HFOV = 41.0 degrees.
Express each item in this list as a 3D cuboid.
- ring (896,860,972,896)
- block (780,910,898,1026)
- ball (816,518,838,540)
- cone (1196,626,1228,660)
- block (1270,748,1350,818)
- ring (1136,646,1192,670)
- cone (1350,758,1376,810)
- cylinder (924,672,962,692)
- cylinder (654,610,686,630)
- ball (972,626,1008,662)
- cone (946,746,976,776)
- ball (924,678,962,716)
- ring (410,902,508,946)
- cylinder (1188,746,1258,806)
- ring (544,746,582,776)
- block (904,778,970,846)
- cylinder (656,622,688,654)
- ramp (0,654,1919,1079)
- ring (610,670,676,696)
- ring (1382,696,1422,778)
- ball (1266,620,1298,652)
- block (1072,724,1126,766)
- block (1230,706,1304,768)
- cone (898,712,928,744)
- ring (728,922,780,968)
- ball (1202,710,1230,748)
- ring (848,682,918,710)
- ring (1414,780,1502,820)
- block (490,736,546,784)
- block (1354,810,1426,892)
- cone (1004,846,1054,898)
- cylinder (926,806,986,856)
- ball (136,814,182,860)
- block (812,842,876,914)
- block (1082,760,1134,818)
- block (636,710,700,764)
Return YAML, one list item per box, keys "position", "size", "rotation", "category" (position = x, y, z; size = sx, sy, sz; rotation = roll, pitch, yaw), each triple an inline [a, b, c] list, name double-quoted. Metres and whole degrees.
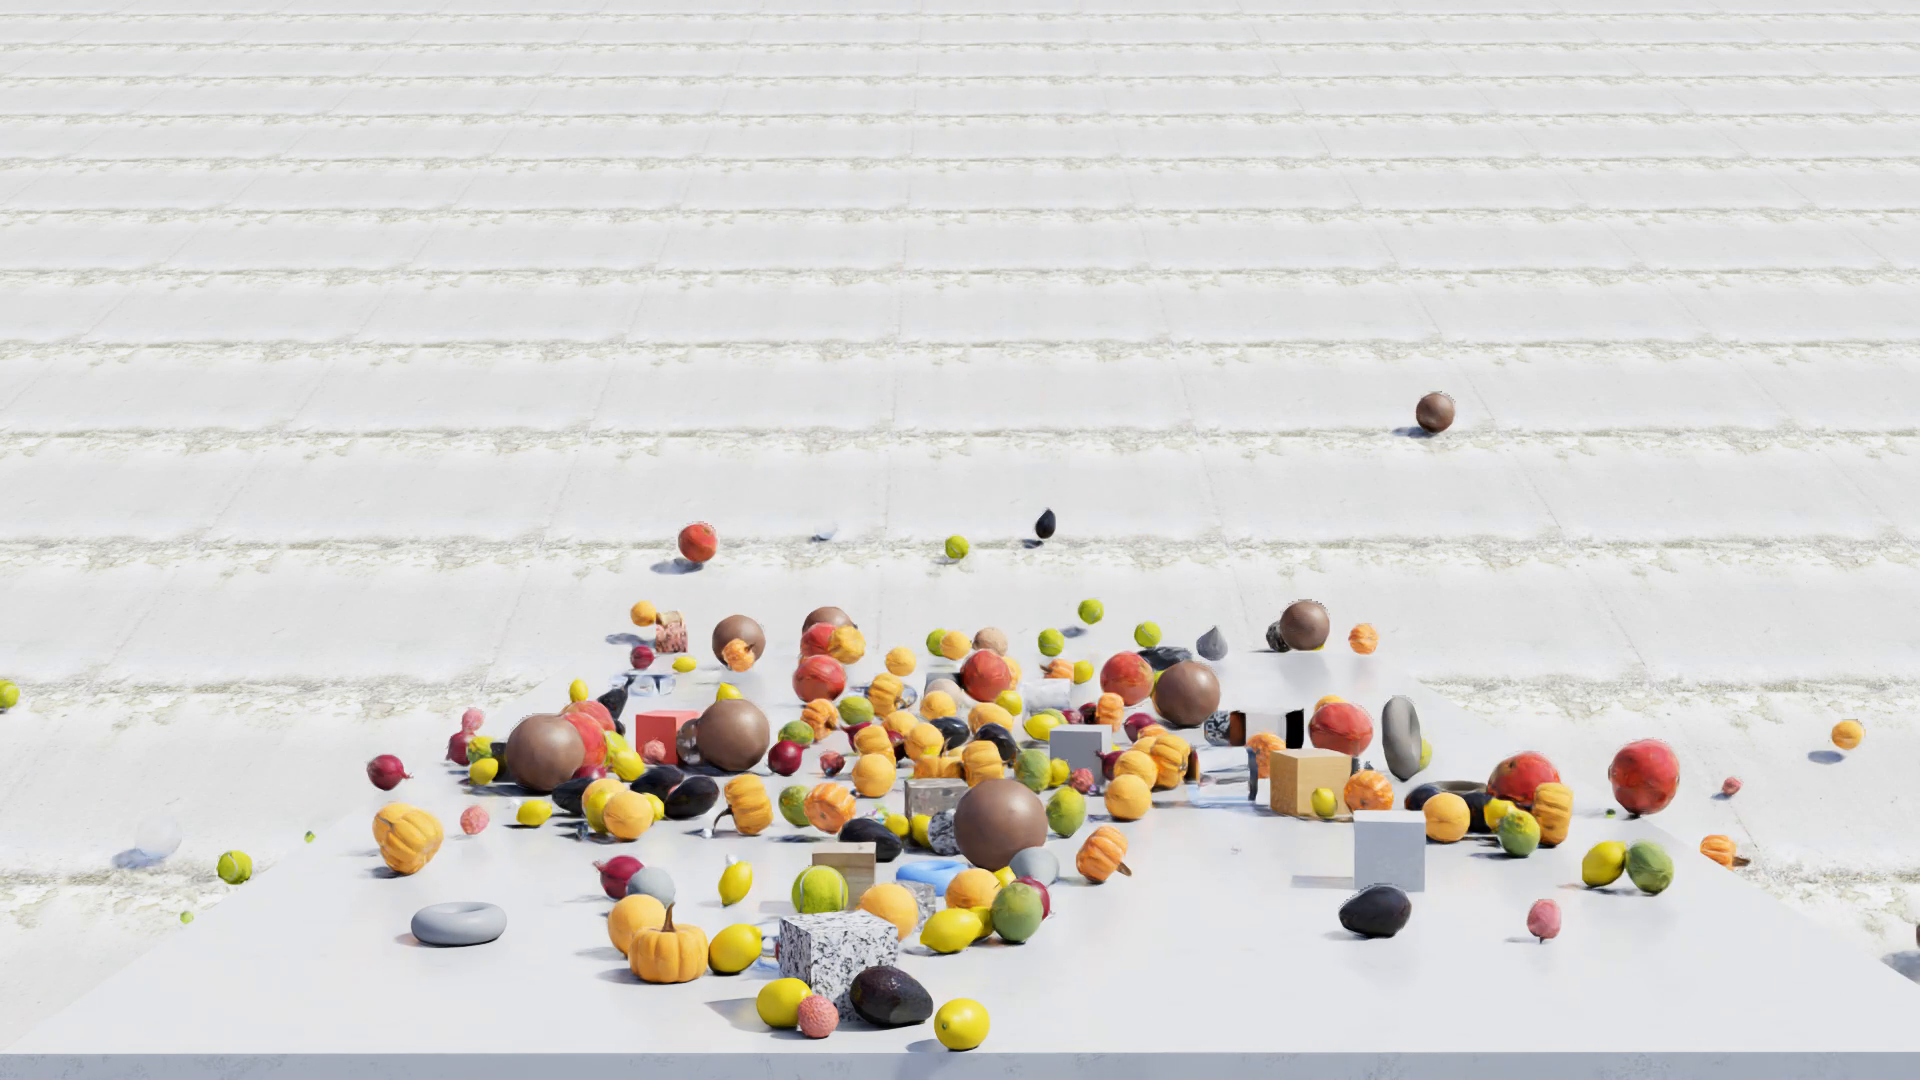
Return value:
- position: [-0.034, 0.443, 3.369]
  size: [0.102, 0.034, 0.102]
  rotation: [-1, 4, 0]
  category: "ring"
- position: [-0.128, 0.448, 2.699]
  size: [0.096, 0.096, 0.096]
  rotation: [-1, 3, -24]
  category: "block"
- position: [-0.390, -0.033, 7.532]
  size: [0.060, 0.060, 0.060]
  rotation: [0, 21, 0]
  category: "ball"
- position: [0.628, 0.239, 6.344]
  size: [0.083, 0.083, 0.083]
  rotation: [2, 49, -2]
  category: "cone"
- position: [0.547, 0.378, 4.011]
  size: [0.092, 0.092, 0.092]
  rotation: [-1, 3, -19]
  category: "block"
- position: [0.490, 0.284, 6.186]
  size: [0.139, 0.046, 0.139]
  rotation: [-1, 4, 0]
  category: "ring"
- position: [0.623, 0.403, 4.059]
  size: [0.083, 0.083, 0.083]
  rotation: [0, 30, 0]
  category: "cone"
- position: [-0.035, 0.313, 5.417]
  size: [0.069, 0.069, 0.069]
  rotation: [0, 21, 9]
  category: "cylinder"
- position: [-0.768, 0.220, 6.809]
  size: [0.063, 0.063, 0.063]
  rotation: [4, 16, -32]
  category: "cylinder"
- position: [0.075, 0.257, 6.304]
  size: [0.088, 0.088, 0.088]
  rotation: [0, 21, 0]
  category: "ball"
- position: [0.008, 0.391, 4.414]
  size: [0.054, 0.054, 0.054]
  rotation: [-5, 31, -13]
  category: "cone"
- position: [-0.034, 0.320, 5.226]
  size: [0.078, 0.078, 0.078]
  rotation: [0, 21, 0]
  category: "ball"
- position: [-0.598, 0.457, 3.068]
  size: [0.114, 0.038, 0.114]
  rotation: [-1, 2, 0]
  category: "ring"
- position: [0.416, 0.374, 4.075]
  size: [0.093, 0.093, 0.093]
  rotation: [-1, 21, -8]
  category: "cylinder"
- position: [-0.713, 0.382, 4.435]
  size: [0.123, 0.041, 0.123]
  rotation: [-1, 3, 0]
  category: "ring"
- position: [-0.034, 0.396, 3.751]
  size: [0.084, 0.084, 0.084]
  rotation: [0, 3, -8]
  category: "block"
- position: [-0.754, 0.257, 6.714]
  size: [0.077, 0.077, 0.077]
  rotation: [-3, 21, -2]
  category: "cylinder"
- position: [0.049, 0.446, 4.532]
  size: [2.000, 0.100, 4.000]
  rotation: [0, 3, 0]
  category: "ramp"
- position: [-0.694, 0.314, 5.636]
  size: [0.143, 0.048, 0.143]
  rotation: [1, 3, 0]
  category: "ring"
- position: [0.746, 0.334, 4.344]
  size: [0.046, 0.139, 0.139]
  rotation: [-6, 18, 21]
  category: "ring"
- position: [0.845, 0.253, 6.741]
  size: [0.084, 0.084, 0.084]
  rotation: [0, 21, 0]
  category: "ball"
- position: [0.249, 0.387, 4.574]
  size: [0.090, 0.090, 0.090]
  rotation: [-2, 20, 0]
  category: "block"
- position: [0.543, 0.348, 4.547]
  size: [0.095, 0.095, 0.095]
  rotation: [2, 4, 34]
  category: "block"
- position: [-0.087, 0.367, 4.840]
  size: [0.059, 0.059, 0.059]
  rotation: [-1, 30, -3]
  category: "cone"
- position: [-0.211, 0.464, 2.948]
  size: [0.111, 0.037, 0.111]
  rotation: [-1, 4, 0]
  category: "ring"
- position: [0.483, 0.350, 4.742]
  size: [0.070, 0.070, 0.070]
  rotation: [0, 21, 0]
  category: "ball"
- position: [-0.162, 0.326, 5.380]
  size: [0.147, 0.049, 0.147]
  rotation: [0, 2, 0]
  category: "ring"
- position: [0.772, 0.403, 3.988]
  size: [0.135, 0.045, 0.135]
  rotation: [-1, 4, 0]
  category: "ring"
- position: [-0.747, 0.372, 4.347]
  size: [0.069, 0.069, 0.069]
  rotation: [1, 3, 12]
  category: "block"
- position: [0.569, 0.411, 3.405]
  size: [0.092, 0.092, 0.092]
  rotation: [0, 3, 9]
  category: "block"
- position: [0.099, 0.446, 3.337]
  size: [0.067, 0.067, 0.067]
  rotation: [-6, 48, -15]
  category: "cone"
- position: [-0.005, 0.413, 3.655]
  size: [0.062, 0.062, 0.062]
  rotation: [12, 9, 28]
  category: "cylinder"
- position: [-1.777, 0.658, 5.699]
  size: [0.099, 0.099, 0.099]
  rotation: [0, 21, 0]
  category: "ball"
- position: [-0.146, 0.427, 3.243]
  size: [0.079, 0.079, 0.079]
  rotation: [0, 3, -1]
  category: "block"
- position: [0.225, 0.379, 3.925]
  size: [0.054, 0.054, 0.054]
  rotation: [25, 26, -20]
  category: "block"
- position: [-0.521, 0.351, 4.588]
  size: [0.085, 0.085, 0.085]
  rotation: [1, 3, 24]
  category: "block"
